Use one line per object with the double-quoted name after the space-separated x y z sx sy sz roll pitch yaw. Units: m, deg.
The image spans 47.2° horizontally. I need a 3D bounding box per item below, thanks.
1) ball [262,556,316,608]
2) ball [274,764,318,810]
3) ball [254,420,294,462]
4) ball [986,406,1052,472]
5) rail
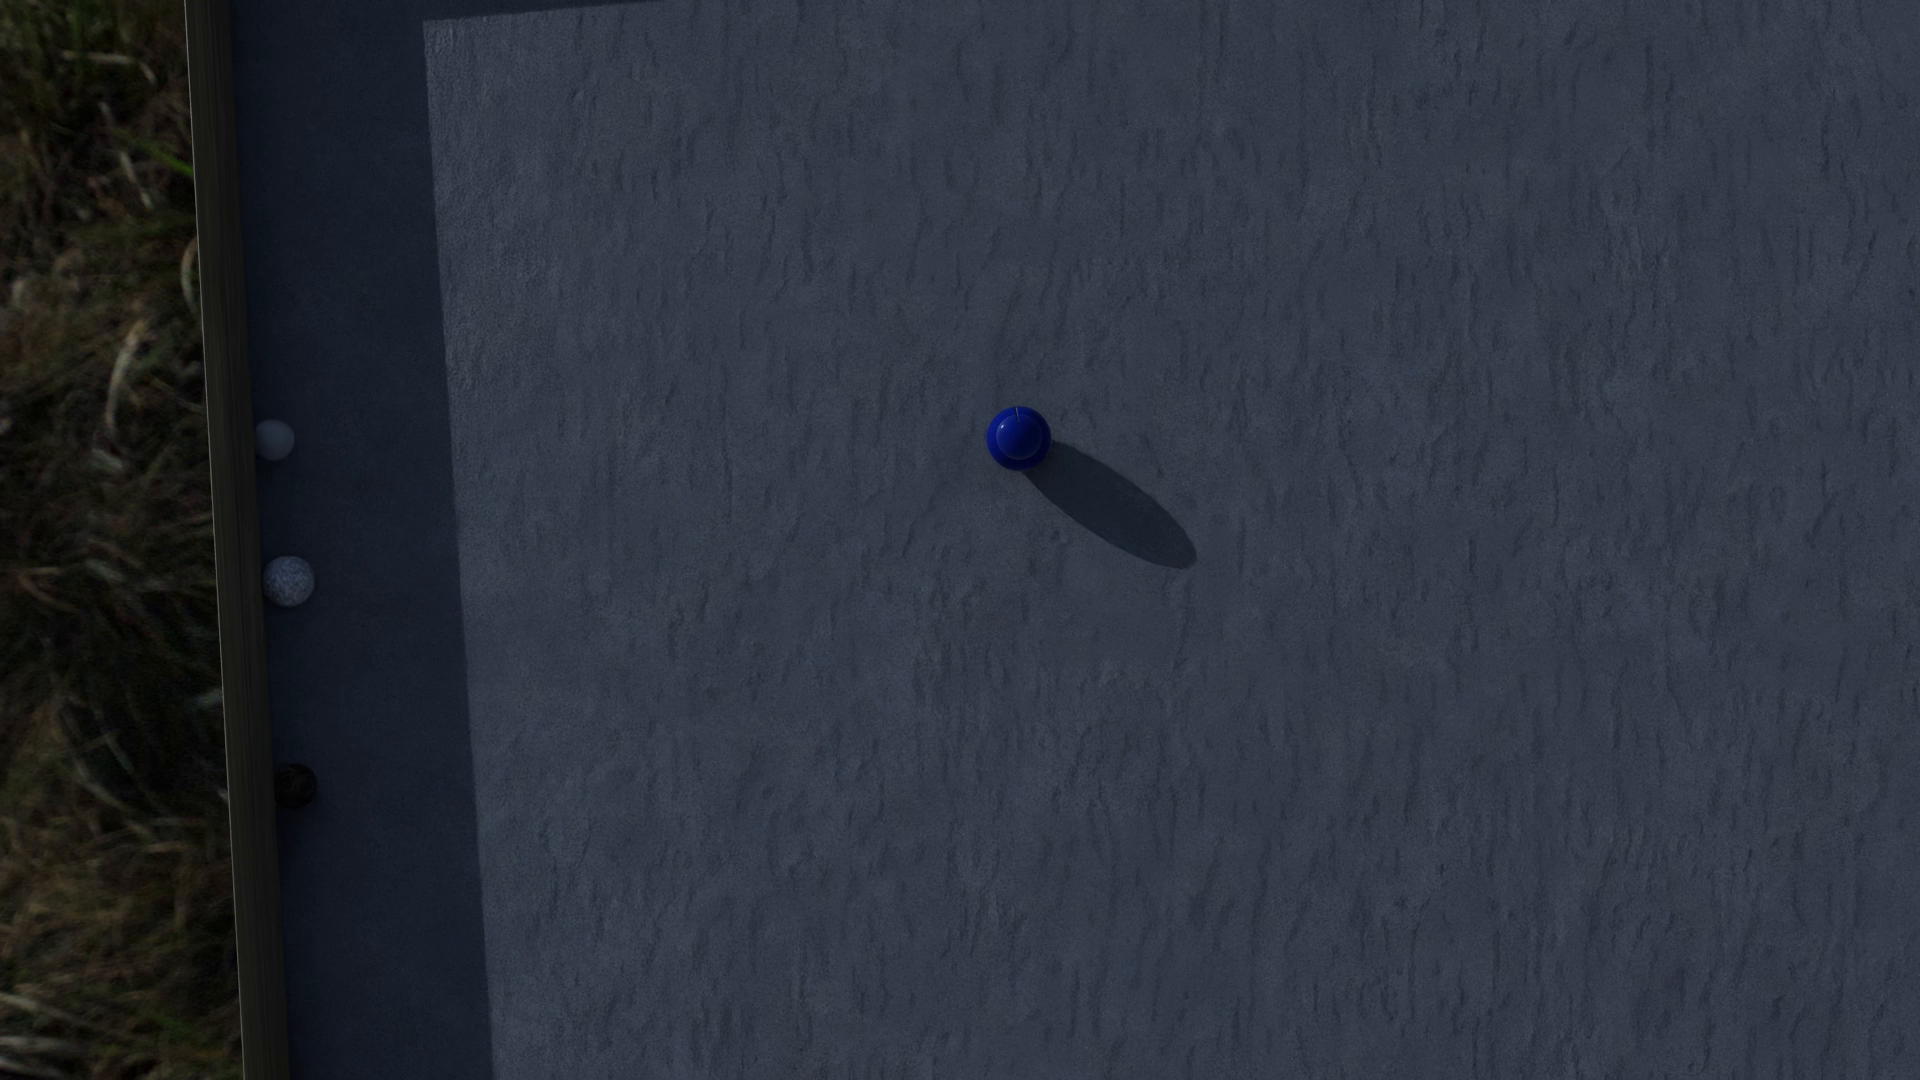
-0.991 0.061 3.244 0.076 0.076 0.076 0 84 0 "ball"
-0.974 0.361 3.216 0.065 0.065 0.065 0 84 0 "ball"
-1.023 -0.148 3.275 0.062 0.062 0.062 0 84 0 "ball"
0.087 -0.150 3.257 0.097 0.097 0.097 0 84 0 "ball"
-1.041 0.093 3.214 0.045 0.126 2.293 -5 84 -1 "rail"
